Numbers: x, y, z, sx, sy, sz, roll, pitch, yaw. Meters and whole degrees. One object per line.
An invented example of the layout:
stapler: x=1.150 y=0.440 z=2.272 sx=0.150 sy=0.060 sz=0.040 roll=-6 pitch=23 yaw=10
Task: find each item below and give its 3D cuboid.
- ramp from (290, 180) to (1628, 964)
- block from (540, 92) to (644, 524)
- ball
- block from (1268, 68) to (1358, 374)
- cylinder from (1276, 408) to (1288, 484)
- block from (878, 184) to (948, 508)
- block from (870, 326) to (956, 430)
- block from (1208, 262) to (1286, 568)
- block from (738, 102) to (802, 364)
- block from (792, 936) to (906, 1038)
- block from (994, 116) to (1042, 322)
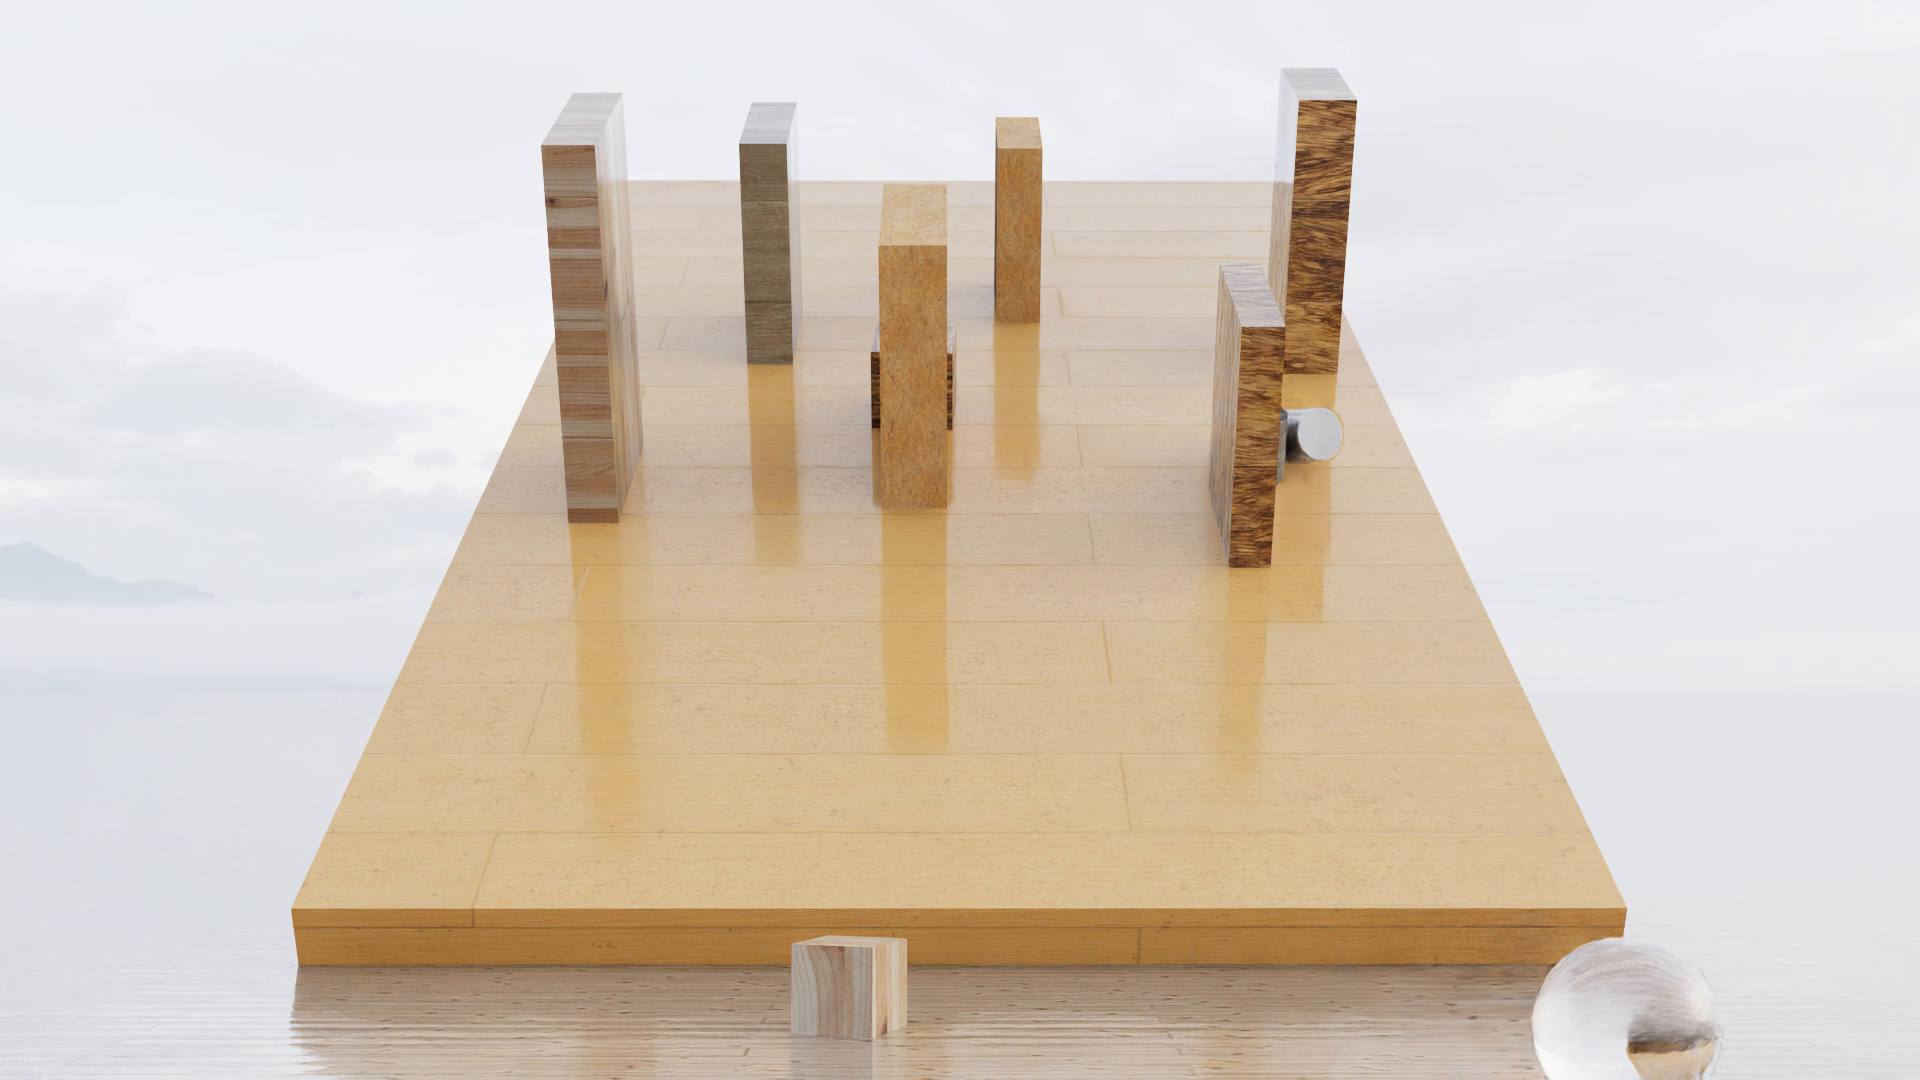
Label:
ramp: x=-0.008 y=-0.229 z=5.331 sx=2.000 sy=0.100 sz=4.000 roll=0 pitch=24 yaw=0
block: x=-0.751 y=-0.482 z=4.808 sx=0.103 sy=0.790 sz=0.423 roll=0 pitch=24 yaw=0
ball: x=0.643 y=0.473 z=2.251 sx=0.178 sy=0.178 sz=0.178 roll=0 pitch=-4 yaw=0
block: x=0.838 y=-0.768 z=5.600 sx=0.134 sy=0.664 sz=0.326 roll=0 pitch=24 yaw=0
cylinder: x=0.624 y=-0.204 z=4.985 sx=0.144 sy=0.144 sz=0.144 roll=0 pitch=24 yaw=0
block: x=-0.095 y=-0.416 z=4.935 sx=0.136 sy=0.567 sz=0.441 roll=0 pitch=24 yaw=0
block: x=-0.104 y=-0.371 z=5.302 sx=0.182 sy=0.182 sz=0.182 roll=1 pitch=24 yaw=2
block: x=0.570 y=-0.255 z=4.666 sx=0.083 sy=0.500 sz=0.398 roll=0 pitch=24 yaw=0
block: x=-0.459 y=-0.755 z=5.708 sx=0.112 sy=0.545 sz=0.396 roll=0 pitch=24 yaw=0
block: x=-0.135 y=0.547 z=2.863 sx=0.107 sy=0.107 sz=0.107 roll=-1 pitch=-4 yaw=21
block: x=0.147 y=-0.822 z=5.974 sx=0.111 sy=0.452 sz=0.314 roll=0 pitch=24 yaw=0
